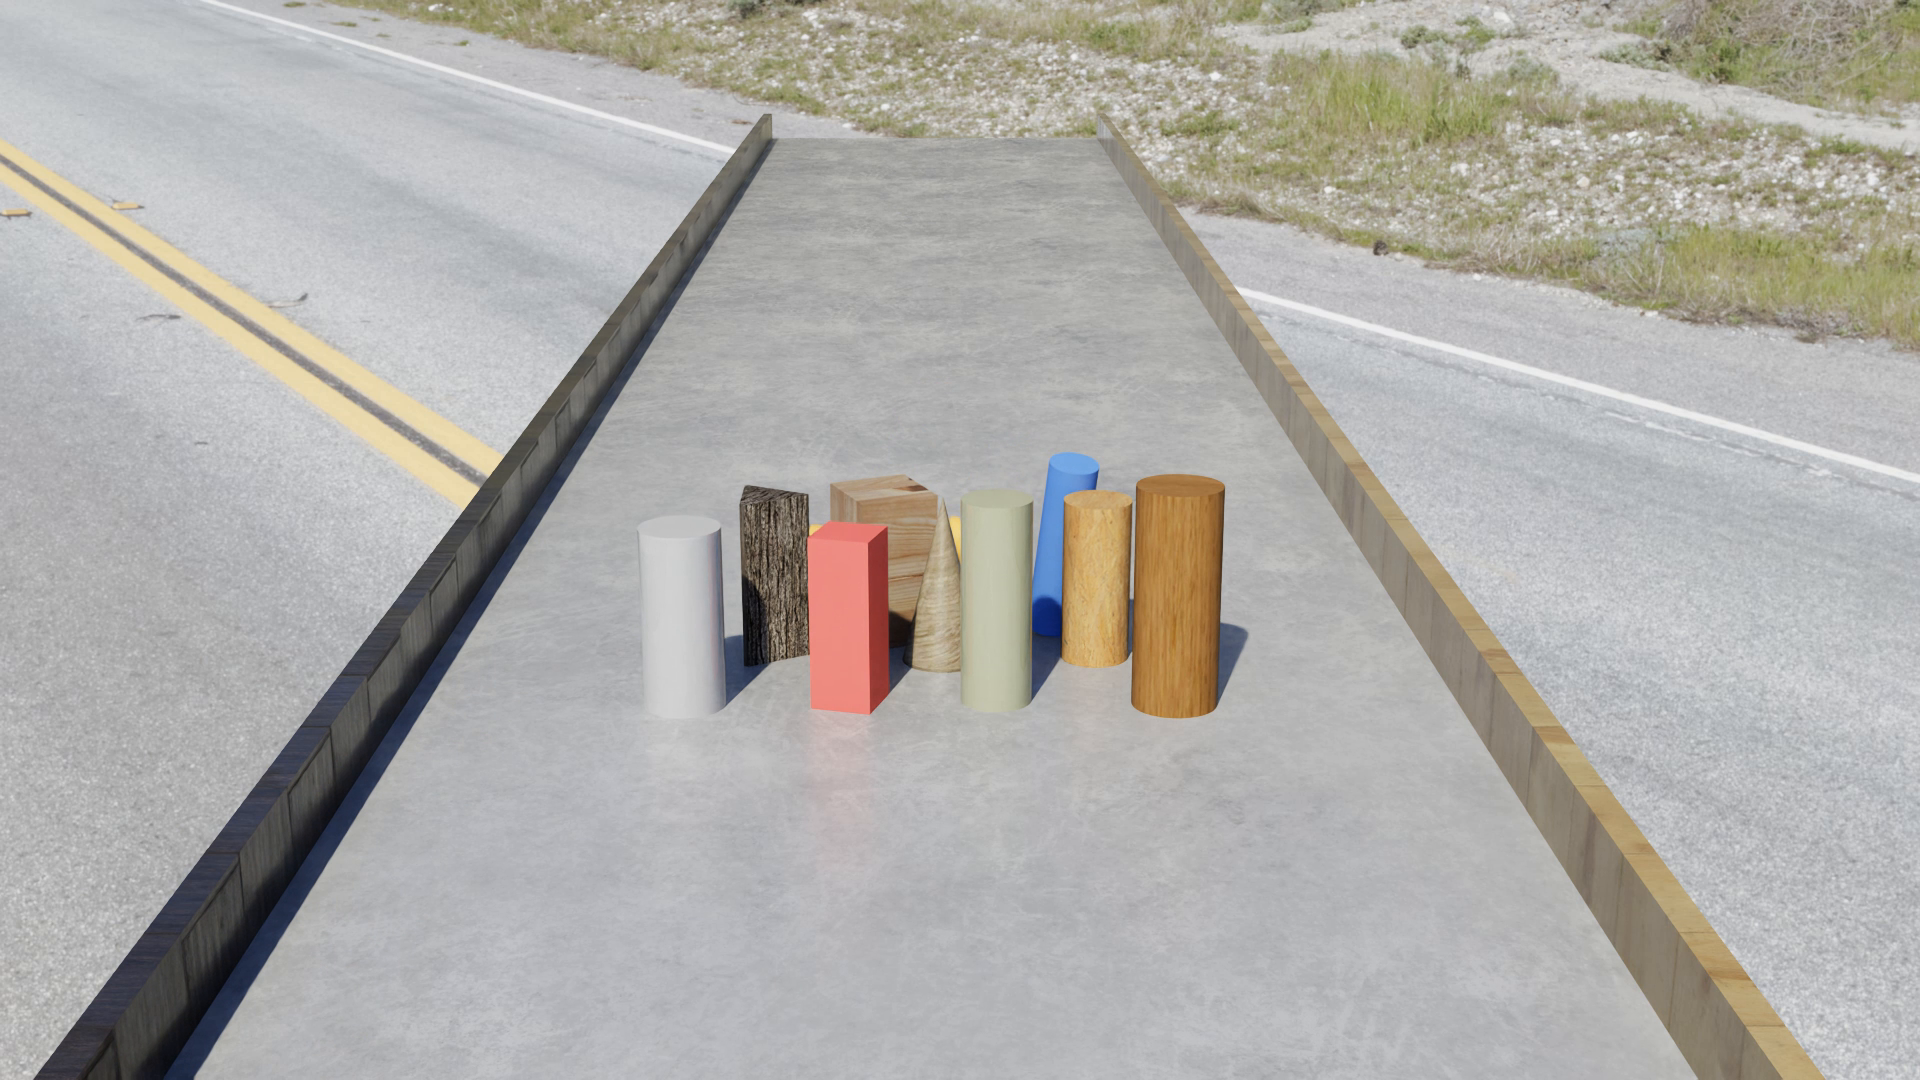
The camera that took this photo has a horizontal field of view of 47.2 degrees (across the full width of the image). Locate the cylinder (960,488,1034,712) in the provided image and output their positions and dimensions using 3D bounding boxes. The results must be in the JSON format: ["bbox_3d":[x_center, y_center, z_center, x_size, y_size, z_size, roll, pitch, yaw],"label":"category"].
[{"bbox_3d":[0.069,0.114,4.144,0.136,0.399,0.136,0,17,0],"label":"cylinder"}]

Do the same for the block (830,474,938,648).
[{"bbox_3d":[-0.157,0.046,4.514,0.165,0.314,0.165,-8,20,-25],"label":"block"}]

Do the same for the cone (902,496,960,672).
[{"bbox_3d":[-0.033,0.077,4.374,0.165,0.339,0.165,0,17,0],"label":"cone"}]

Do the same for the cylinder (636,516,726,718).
[{"bbox_3d":[-0.521,0.144,4.128,0.155,0.351,0.155,0,17,0],"label":"cylinder"}]

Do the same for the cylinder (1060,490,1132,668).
[{"bbox_3d":[0.272,0.077,4.387,0.136,0.328,0.136,0,18,0],"label":"cylinder"}]

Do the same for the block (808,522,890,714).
[{"bbox_3d":[-0.209,0.146,4.146,0.117,0.336,0.117,5,17,16],"label":"block"}]

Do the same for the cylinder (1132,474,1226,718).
[{"bbox_3d":[0.407,0.105,4.123,0.164,0.429,0.164,0,17,0],"label":"cylinder"}]

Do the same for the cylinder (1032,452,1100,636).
[{"bbox_3d":[0.210,0.011,4.507,0.101,0.375,0.101,5,27,-3],"label":"cylinder"}]

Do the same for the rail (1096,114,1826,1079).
[{"bbox_3d":[0.932,-0.844,7.801,0.050,0.150,12.000,0,17,-1],"label":"rail"}]

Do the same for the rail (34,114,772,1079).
[{"bbox_3d":[-1.118,-0.838,7.780,0.050,0.150,12.000,0,17,-1],"label":"rail"}]

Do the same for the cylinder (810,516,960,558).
[{"bbox_3d":[-0.193,0.012,4.995,0.436,0.109,0.109,-3,17,-11],"label":"cylinder"}]

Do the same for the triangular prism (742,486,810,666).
[{"bbox_3d":[-0.396,0.065,4.421,0.149,0.334,0.129,-10,19,-30],"label":"triangular prism"}]
